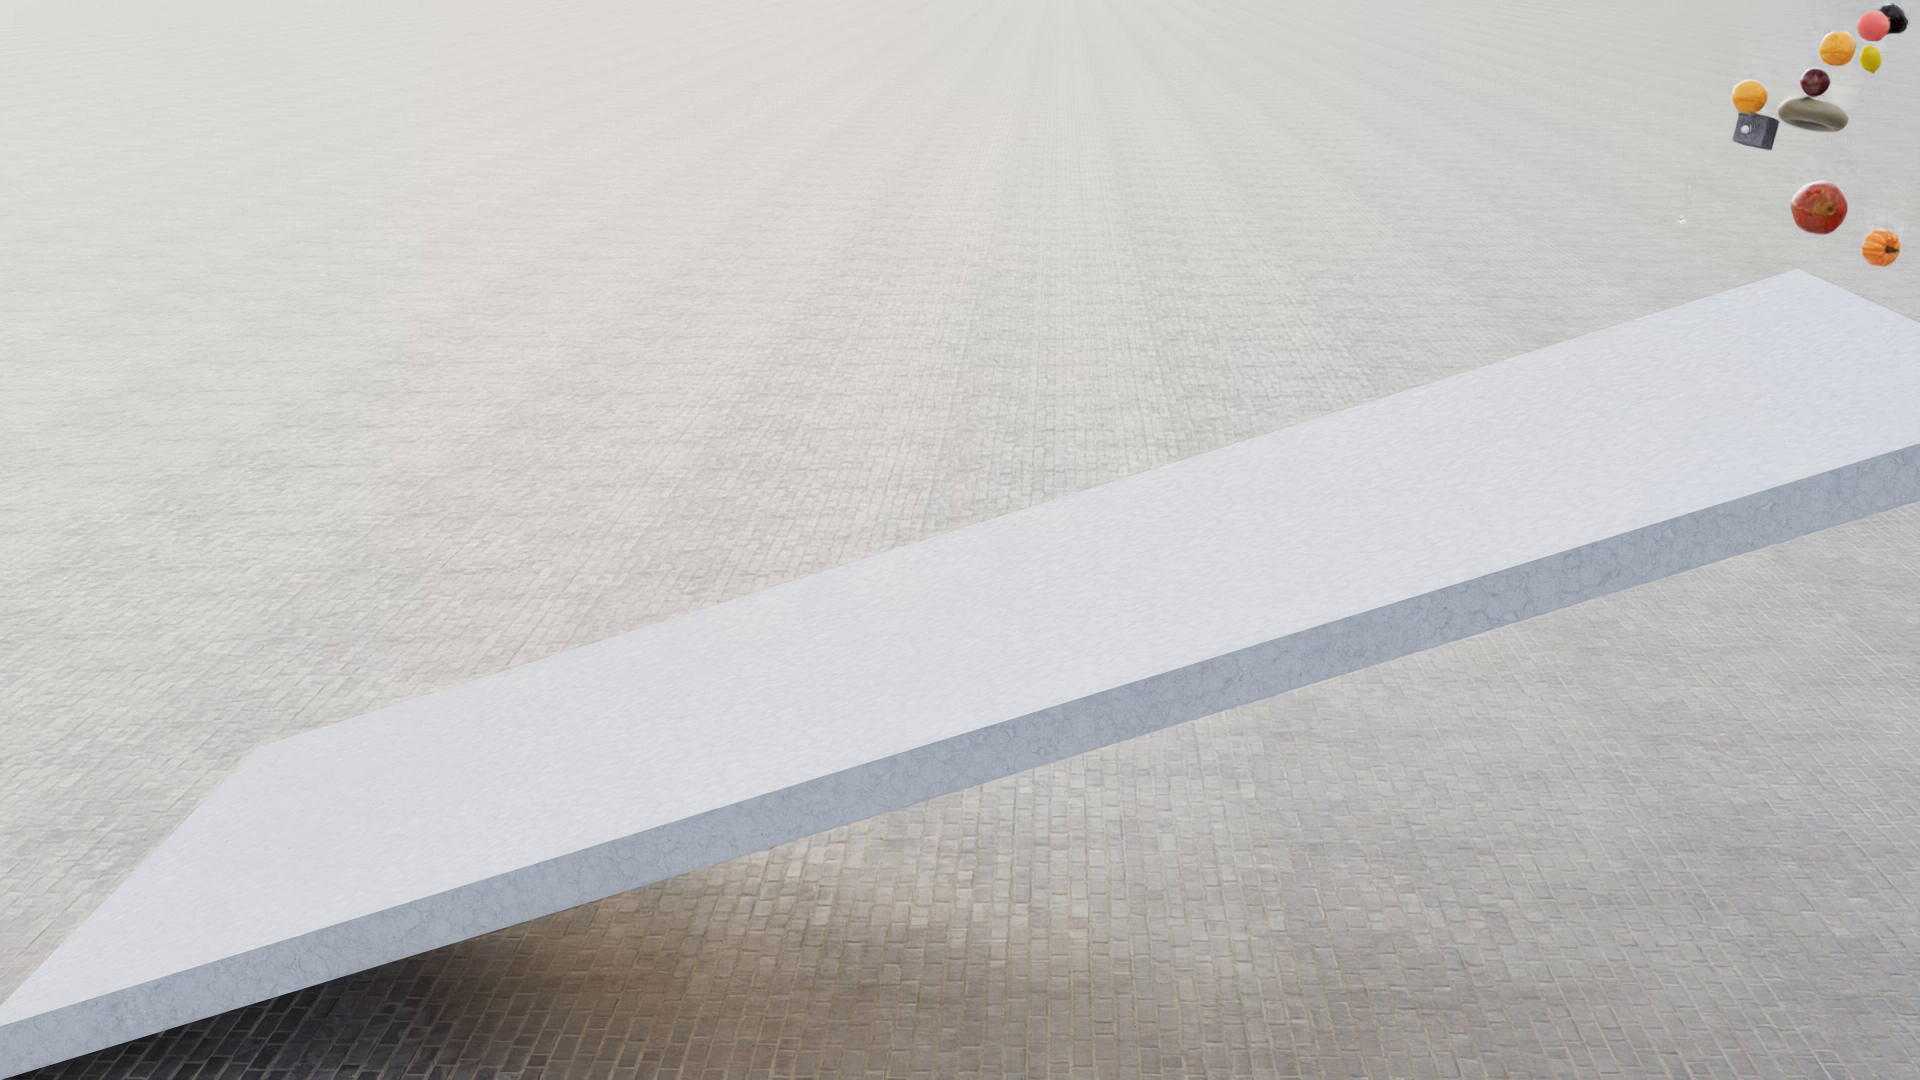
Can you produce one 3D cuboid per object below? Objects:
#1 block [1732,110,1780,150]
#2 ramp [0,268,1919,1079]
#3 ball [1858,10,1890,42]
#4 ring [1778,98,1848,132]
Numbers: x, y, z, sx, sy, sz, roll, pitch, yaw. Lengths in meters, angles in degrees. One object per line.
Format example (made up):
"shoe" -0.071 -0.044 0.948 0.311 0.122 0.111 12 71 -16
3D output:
"block" 1.668 -0.858 6.162 0.064 0.064 0.064 19 10 34
"ramp" 0.101 0.183 6.310 4.000 0.100 2.000 -17 10 5
"ball" 1.770 -0.996 5.699 0.060 0.060 0.060 0 12 0
"ring" 1.769 -0.882 6.099 0.143 0.048 0.143 13 1 0
